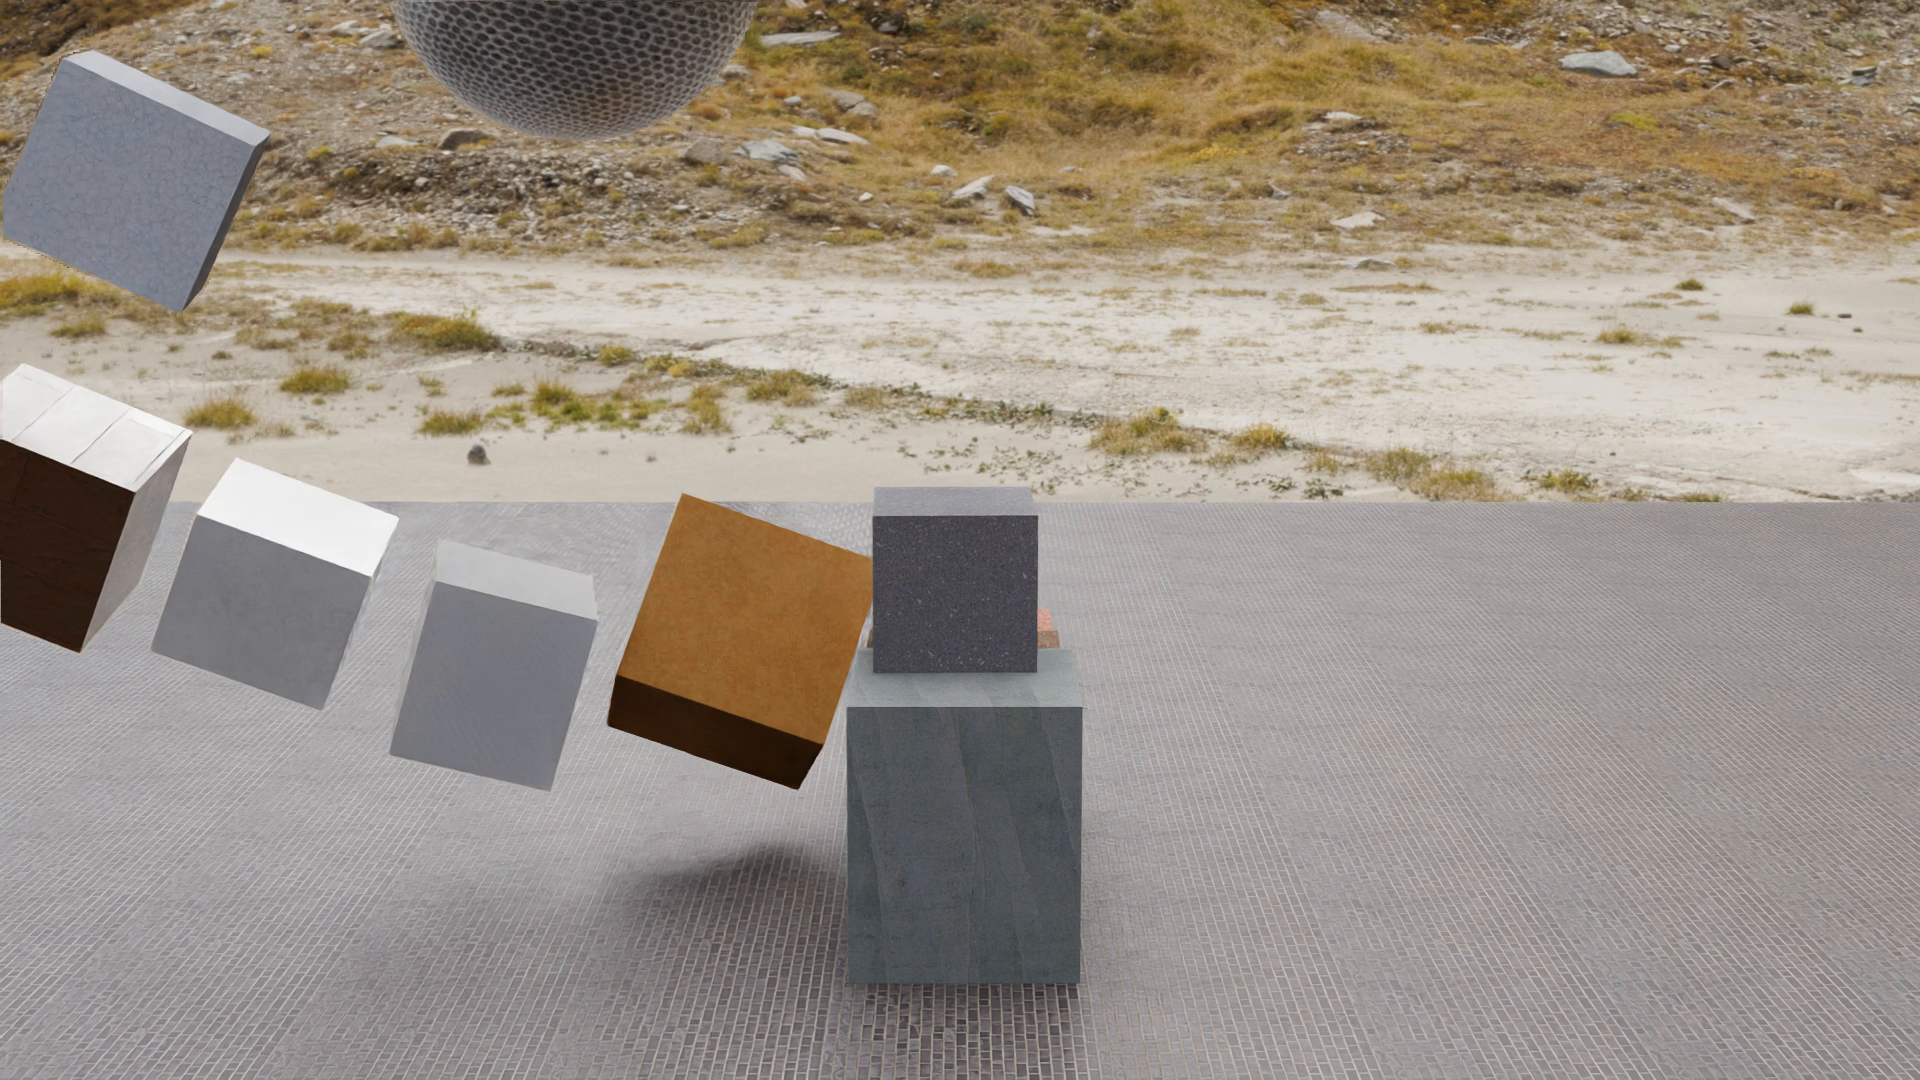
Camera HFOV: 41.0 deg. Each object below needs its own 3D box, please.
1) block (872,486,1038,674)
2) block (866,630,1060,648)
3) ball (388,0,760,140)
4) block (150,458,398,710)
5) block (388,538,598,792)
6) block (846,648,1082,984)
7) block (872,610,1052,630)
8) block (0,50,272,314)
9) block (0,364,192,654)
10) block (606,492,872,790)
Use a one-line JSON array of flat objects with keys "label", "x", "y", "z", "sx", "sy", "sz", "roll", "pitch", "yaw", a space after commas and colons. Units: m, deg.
[{"label": "block", "x": -0.026, "y": 0.155, "z": 10.690, "sx": 0.664, "sy": 0.646, "sz": 0.731, "roll": 0, "pitch": 10, "yaw": -1}, {"label": "block", "x": 0.013, "y": 0.982, "z": 11.374, "sx": 0.858, "sy": 0.999, "sz": 0.868, "roll": 0, "pitch": 10, "yaw": 1}, {"label": "ball", "x": -1.614, "y": -2.479, "z": 10.730, "sx": 1.600, "sy": 1.600, "sz": 1.600, "roll": 0, "pitch": 10, "yaw": 0}, {"label": "block", "x": -2.964, "y": 0.182, "z": 11.158, "sx": 0.755, "sy": 0.655, "sz": 0.774, "roll": 21, "pitch": 17, "yaw": -10}, {"label": "block", "x": -2.056, "y": 0.539, "z": 11.316, "sx": 0.706, "sy": 0.788, "sz": 0.784, "roll": 15, "pitch": 10, "yaw": -13}, {"label": "block", "x": 0.017, "y": 1.095, "z": 10.430, "sx": 0.906, "sy": 1.113, "sz": 1.015, "roll": 0, "pitch": 10, "yaw": 0}, {"label": "block", "x": 0.011, "y": 0.869, "z": 12.305, "sx": 0.863, "sy": 0.888, "sz": 0.979, "roll": 0, "pitch": 10, "yaw": 0}, {"label": "block", "x": -3.463, "y": -1.519, "z": 10.784, "sx": 0.808, "sy": 0.756, "sz": 0.789, "roll": 24, "pitch": 8, "yaw": -14}, {"label": "block", "x": -3.913, "y": -0.148, "z": 11.045, "sx": 0.777, "sy": 0.789, "sz": 0.816, "roll": 23, "pitch": 19, "yaw": -8}, {"label": "block", "x": -0.999, "y": 0.486, "z": 11.745, "sx": 0.950, "sy": 0.879, "sz": 1.003, "roll": 19, "pitch": -19, "yaw": -4}]
